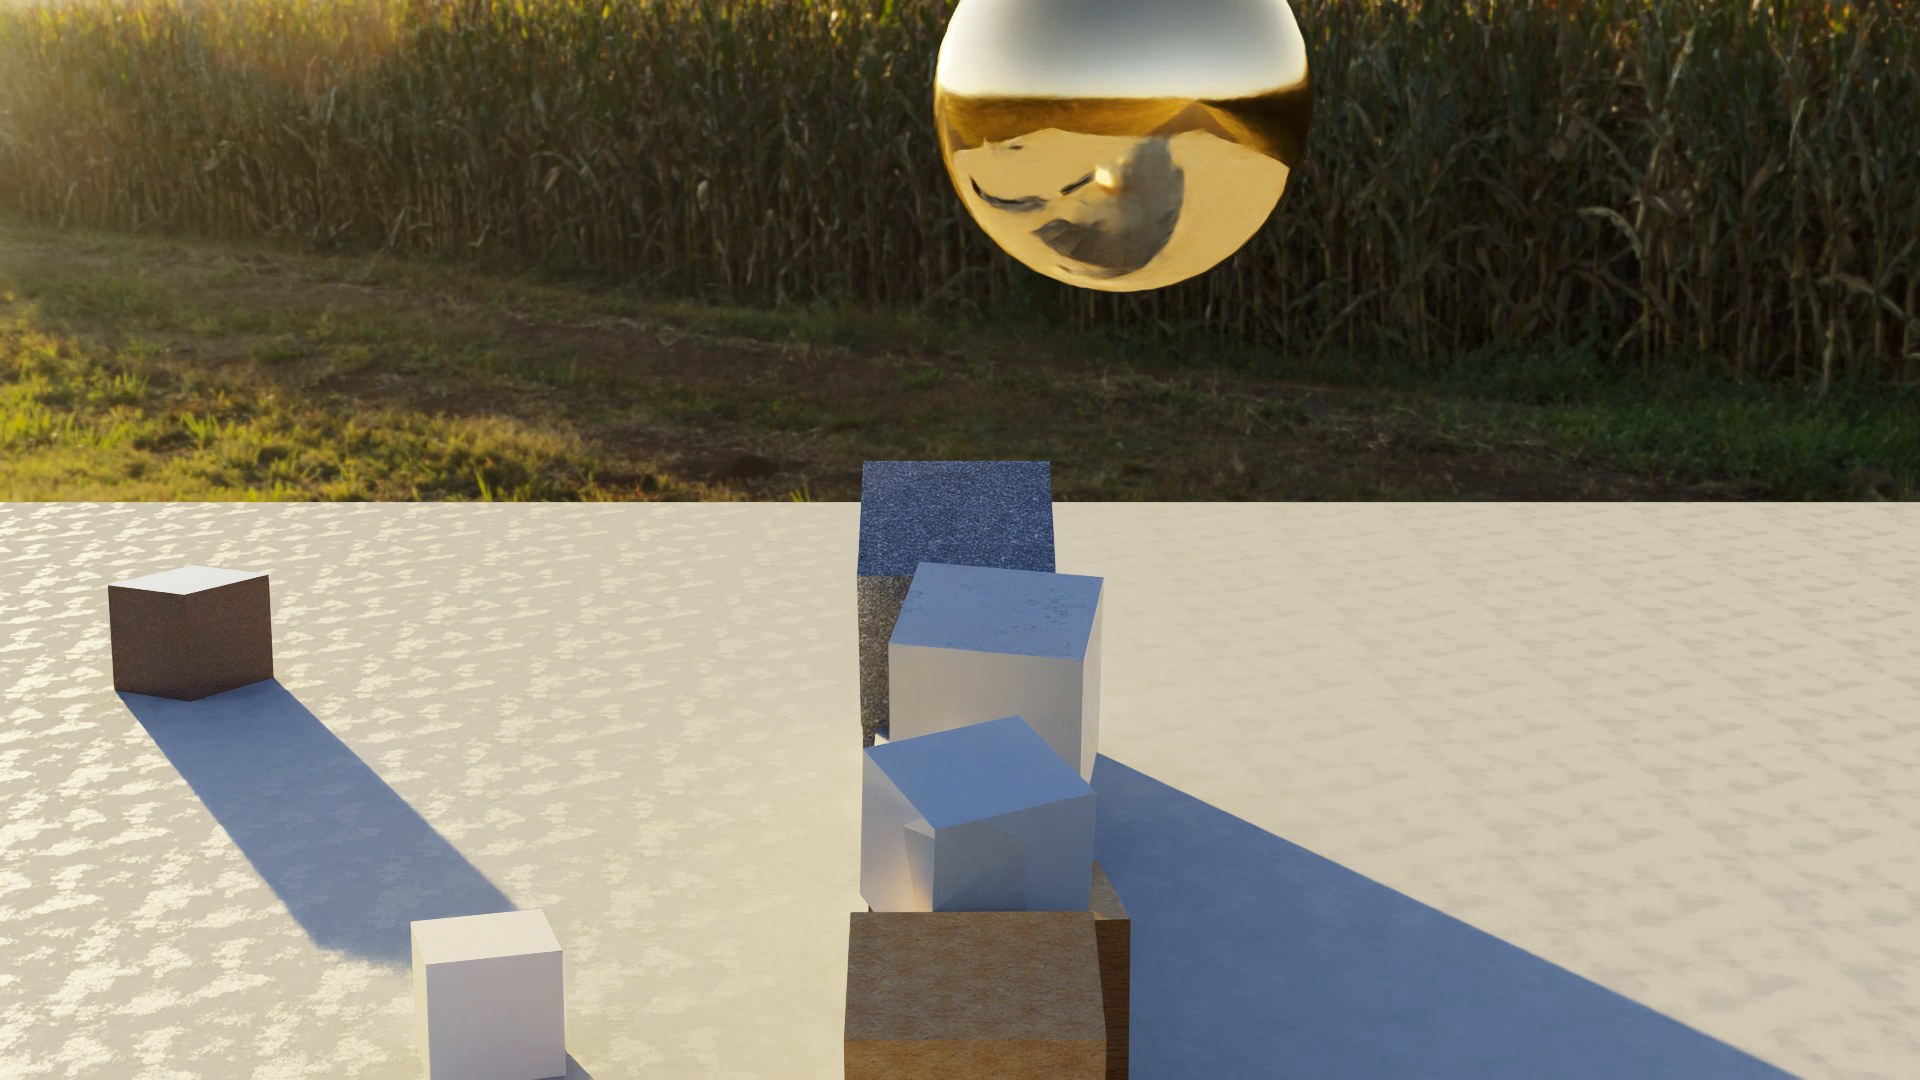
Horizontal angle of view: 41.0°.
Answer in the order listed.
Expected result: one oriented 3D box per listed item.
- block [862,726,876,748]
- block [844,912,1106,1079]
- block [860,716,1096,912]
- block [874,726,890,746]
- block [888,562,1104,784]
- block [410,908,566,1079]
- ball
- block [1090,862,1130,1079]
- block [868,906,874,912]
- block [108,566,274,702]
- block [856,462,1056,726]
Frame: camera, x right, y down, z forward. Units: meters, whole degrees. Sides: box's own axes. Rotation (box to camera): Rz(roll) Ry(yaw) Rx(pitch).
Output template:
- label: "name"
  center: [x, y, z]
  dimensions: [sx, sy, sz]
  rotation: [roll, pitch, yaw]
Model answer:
- label: "block"
  center: [0.010, 0.959, 11.667]
  dimensions: [0.876, 0.940, 0.790]
  rotation: [0, 10, 0]
- label: "block"
  center: [0.040, 1.655, 7.871]
  dimensions: [0.759, 0.783, 0.662]
  rotation: [0, 25, -1]
- label: "block"
  center: [0.050, 0.990, 8.327]
  dimensions: [0.567, 0.561, 0.541]
  rotation: [-10, 28, -24]
- label: "block"
  center: [0.014, 1.177, 10.906]
  dimensions: [0.731, 0.783, 0.766]
  rotation: [0, 10, 0]
- label: "block"
  center: [0.149, 0.612, 10.098]
  dimensions: [0.742, 0.780, 0.648]
  rotation: [5, 29, 8]
- label: "block"
  center: [-1.698, 1.645, 9.219]
  dimensions: [0.474, 0.465, 0.478]
  rotation: [-3, 11, -18]
- label: "ball"
  center: [0.683, -1.850, 10.844]
  dimensions: [1.600, 1.600, 1.600]
  rotation: [0, 10, 0]
- label: "block"
  center: [0.176, 1.573, 8.807]
  dimensions: [0.706, 0.754, 0.636]
  rotation: [-1, 10, -7]
- label: "block"
  center: [-0.044, 1.386, 10.233]
  dimensions: [0.617, 0.612, 0.607]
  rotation: [0, 10, 1]
- label: "block"
  center: [-4.460, 0.533, 14.898]
  dimensions: [0.592, 0.620, 0.674]
  rotation: [5, 12, 28]
- label: "block"
  center: [-0.015, 0.221, 11.018]
  dimensions: [0.811, 0.770, 0.880]
  rotation: [0, 34, 0]
